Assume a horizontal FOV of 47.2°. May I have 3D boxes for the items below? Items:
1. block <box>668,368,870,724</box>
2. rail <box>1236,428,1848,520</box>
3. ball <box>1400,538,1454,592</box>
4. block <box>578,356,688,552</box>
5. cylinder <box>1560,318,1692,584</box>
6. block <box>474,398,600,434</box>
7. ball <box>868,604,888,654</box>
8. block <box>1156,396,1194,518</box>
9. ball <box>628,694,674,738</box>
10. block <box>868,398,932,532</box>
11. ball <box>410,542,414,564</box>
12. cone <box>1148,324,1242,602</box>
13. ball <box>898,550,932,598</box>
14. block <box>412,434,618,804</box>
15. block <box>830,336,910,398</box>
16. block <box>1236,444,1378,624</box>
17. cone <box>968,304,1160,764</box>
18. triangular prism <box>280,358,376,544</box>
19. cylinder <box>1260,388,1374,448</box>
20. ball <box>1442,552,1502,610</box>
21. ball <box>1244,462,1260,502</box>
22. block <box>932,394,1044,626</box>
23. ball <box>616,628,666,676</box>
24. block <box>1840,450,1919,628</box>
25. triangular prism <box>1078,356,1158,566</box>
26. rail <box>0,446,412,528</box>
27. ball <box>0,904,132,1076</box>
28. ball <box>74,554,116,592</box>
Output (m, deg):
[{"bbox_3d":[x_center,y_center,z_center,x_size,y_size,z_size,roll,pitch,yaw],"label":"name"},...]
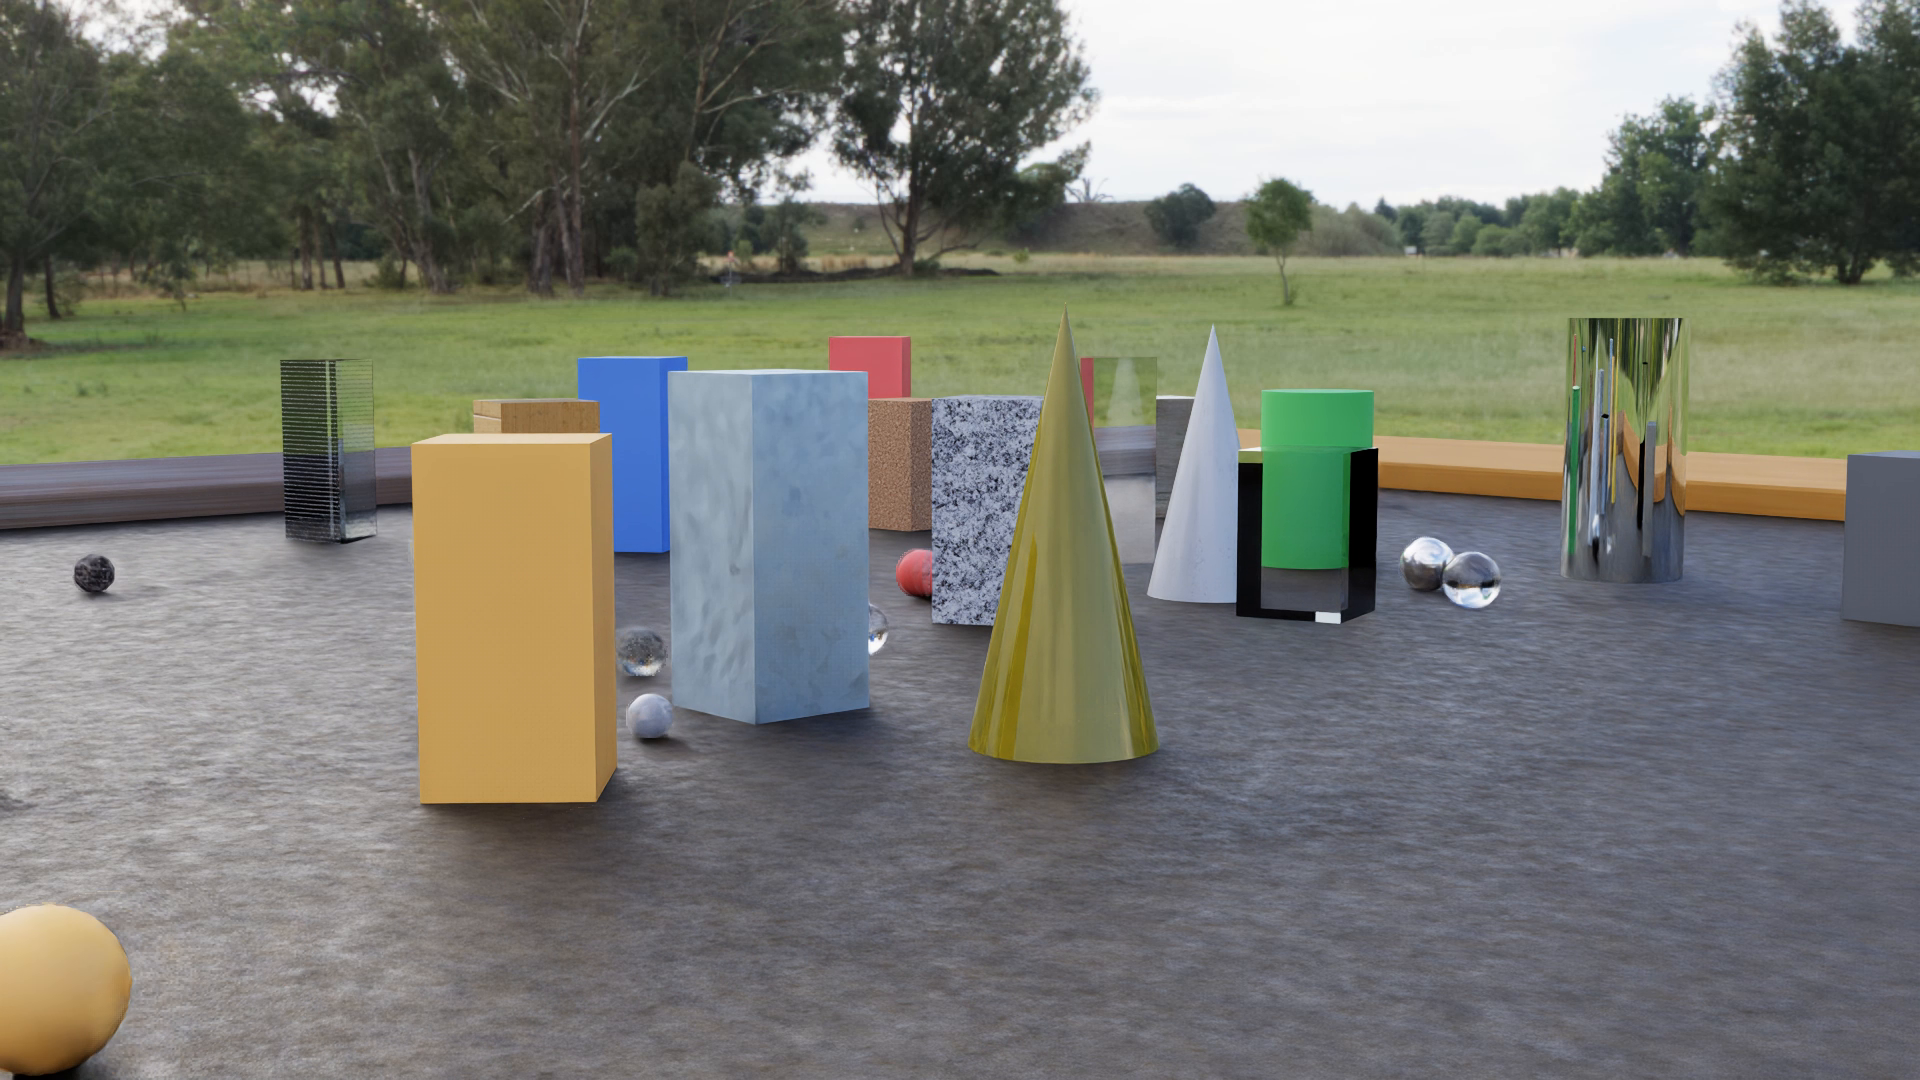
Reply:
[{"bbox_3d":[-0.214,0.000,2.465,0.159,0.377,0.159,-5,8,-41],"label":"block"},{"bbox_3d":[1.668,-0.126,4.863,0.045,0.129,4.380,-5,8,-42],"label":"rail"},{"bbox_3d":[0.745,0.039,3.501,0.086,0.086,0.086,0,6,0],"label":"ball"},{"bbox_3d":[-0.612,-0.164,4.135,0.159,0.357,0.159,1,6,12],"label":"block"},{"bbox_3d":[1.112,-0.154,3.676,0.198,0.432,0.198,0,6,0],"label":"cylinder"},{"bbox_3d":[-0.677,-0.072,3.524,0.159,0.302,0.159,-3,7,-27],"label":"block"},{"bbox_3d":[-0.127,0.115,2.842,0.070,0.070,0.070,0,6,0],"label":"ball"},{"bbox_3d":[0.431,-0.185,4.826,0.159,0.256,0.159,-2,6,-22],"label":"block"},{"bbox_3d":[-0.323,0.184,2.295,0.047,0.047,0.047,0,6,0],"label":"ball"},{"bbox_3d":[-0.105,-0.159,4.546,0.159,0.262,0.159,5,8,42],"label":"block"},{"bbox_3d":[-0.858,0.022,3.627,0.094,0.094,0.094,0,6,0],"label":"ball"},{"bbox_3d":[0.394,-0.126,3.440,0.198,0.426,0.198,0,6,0],"label":"cone"},{"bbox_3d":[-0.059,0.052,3.425,0.075,0.075,0.075,0,6,0],"label":"ball"},{"bbox_3d":[-0.413,0.068,2.059,0.159,0.326,0.159,0,6,-2],"label":"block"},{"bbox_3d":[-0.196,-0.253,4.841,0.159,0.387,0.159,1,6,6],"label":"block"},{"bbox_3d":[0.511,-0.013,3.234,0.159,0.243,0.159,3,7,28],"label":"block"},{"bbox_3d":[0.106,-0.015,2.244,0.198,0.453,0.198,0,6,0],"label":"cone"},{"bbox_3d":[-1.207,-0.178,4.302,0.172,0.350,0.149,4,7,35],"label":"triangular prism"},{"bbox_3d":[0.637,-0.116,3.936,0.198,0.302,0.198,0,6,0],"label":"cylinder"},{"bbox_3d":[0.765,0.061,3.286,0.087,0.087,0.087,0,6,0],"label":"ball"},{"bbox_3d":[0.679,-0.133,5.106,0.095,0.095,0.095,0,6,0],"label":"ball"},{"bbox_3d":[0.059,-0.046,3.183,0.159,0.320,0.159,2,6,17],"label":"block"},{"bbox_3d":[-0.389,0.137,2.682,0.059,0.059,0.059,0,6,0],"label":"ball"},{"bbox_3d":[1.390,-0.004,3.171,0.159,0.238,0.159,-5,8,-41],"label":"block"},{"bbox_3d":[0.234,-0.142,3.893,0.172,0.364,0.149,-4,7,-32],"label":"triangular prism"},{"bbox_3d":[-1.469,-0.132,4.915,4.587,0.129,0.045,-5,8,-42],"label":"rail"},{"bbox_3d":[-0.537,0.263,1.287,0.098,0.098,0.098,0,6,0],"label":"ball"},{"bbox_3d":[-1.370,0.053,3.480,0.061,0.061,0.061,0,6,0],"label":"ball"}]
